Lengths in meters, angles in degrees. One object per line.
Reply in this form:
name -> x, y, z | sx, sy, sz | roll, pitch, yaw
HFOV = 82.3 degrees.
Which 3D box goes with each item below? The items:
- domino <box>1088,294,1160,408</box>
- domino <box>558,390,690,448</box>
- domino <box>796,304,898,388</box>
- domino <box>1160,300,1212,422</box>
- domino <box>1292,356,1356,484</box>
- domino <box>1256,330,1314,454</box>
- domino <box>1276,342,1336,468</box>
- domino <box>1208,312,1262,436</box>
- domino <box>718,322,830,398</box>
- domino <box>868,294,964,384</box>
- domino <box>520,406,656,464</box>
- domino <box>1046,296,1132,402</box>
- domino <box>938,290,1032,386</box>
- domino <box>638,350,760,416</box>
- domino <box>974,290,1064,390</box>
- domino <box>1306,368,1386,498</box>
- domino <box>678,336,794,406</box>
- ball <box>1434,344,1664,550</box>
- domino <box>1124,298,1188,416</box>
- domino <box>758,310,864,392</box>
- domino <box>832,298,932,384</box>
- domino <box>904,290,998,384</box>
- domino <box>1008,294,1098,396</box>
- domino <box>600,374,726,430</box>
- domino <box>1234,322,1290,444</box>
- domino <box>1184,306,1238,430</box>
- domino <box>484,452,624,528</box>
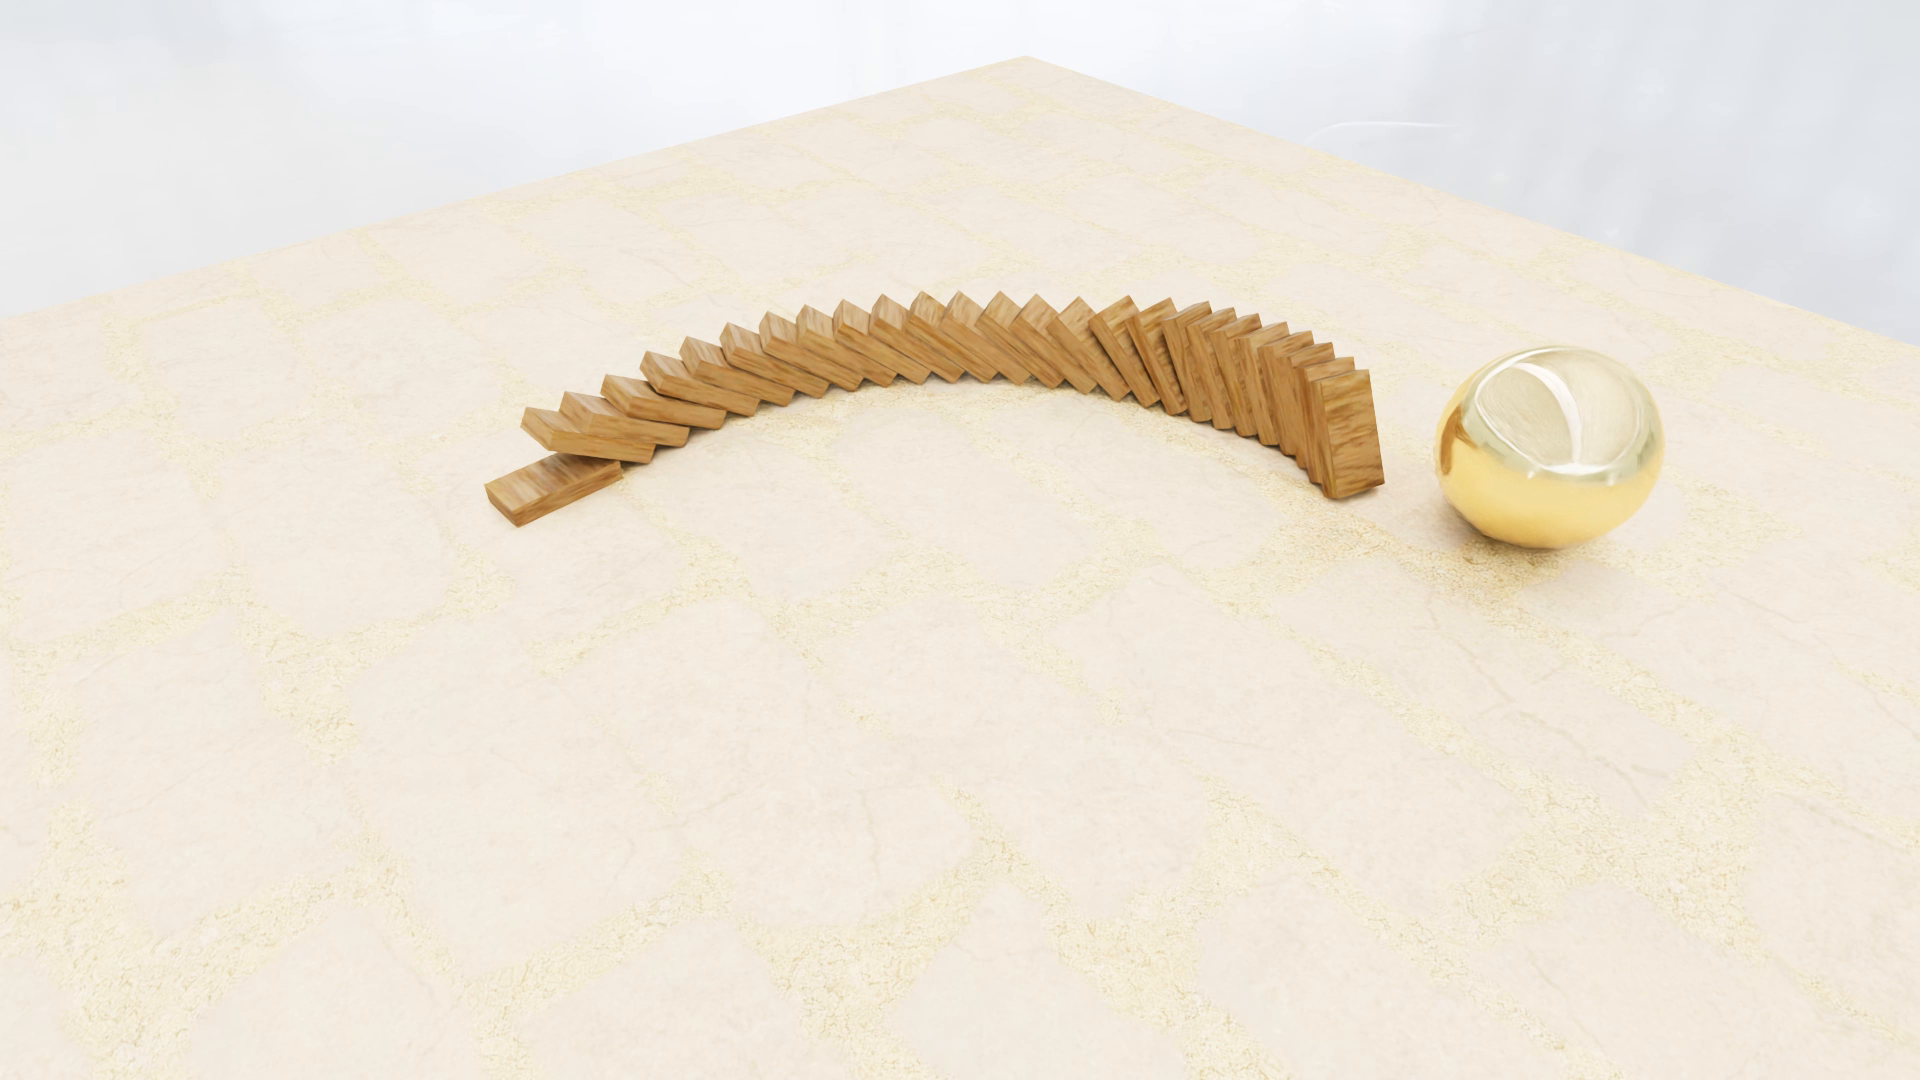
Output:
domino -> 0.085, -0.091, 0.530 | 0.025, 0.010, 0.050 | -36, 93, -36
domino -> -0.148, -0.053, 0.488 | 0.025, 0.010, 0.050 | 33, 17, 34
domino -> -0.056, -0.095, 0.538 | 0.050, 0.009, 0.025 | 24, 30, -28
domino -> 0.113, -0.084, 0.515 | 0.025, 0.050, 0.009 | -31, 18, -32
domino -> 0.161, -0.052, 0.477 | 0.025, 0.050, 0.010 | -16, 11, -19
domino -> 0.151, -0.066, 0.494 | 0.025, 0.050, 0.009 | -23, 14, -26
domino -> 0.157, -0.060, 0.486 | 0.025, 0.050, 0.010 | -21, 13, -24
domino -> 0.133, -0.076, 0.506 | 0.025, 0.050, 0.009 | -29, 17, -31
domino -> -0.089, -0.086, 0.528 | 0.050, 0.009, 0.025 | 18, 28, -34
domino -> -0.021, -0.099, 0.543 | 0.050, 0.010, 0.025 | 29, 34, -21
domino -> -0.161, -0.045, 0.478 | 0.025, 0.010, 0.050 | 33, 17, 34
domino -> 0.067, -0.093, 0.536 | 0.050, 0.010, 0.025 | 45, 48, -3
domino -> 0.014, -0.100, 0.544 | 0.050, 0.010, 0.025 | 34, 38, -15
domino -> -0.121, -0.073, 0.512 | 0.050, 0.009, 0.025 | 11, 25, -43
domino -> 0.033, -0.099, 0.543 | 0.050, 0.010, 0.025 | 38, 42, -10
domino -> 0.165, -0.045, 0.469 | 0.025, 0.050, 0.010 | -16, 11, -19
domino -> -0.105, -0.080, 0.521 | 0.050, 0.009, 0.025 | 14, 27, -38
ball -> 0.229, -0.036, 0.432 | 0.080, 0.080, 0.080 | 0, 39, 0
domino -> 0.100, -0.087, 0.522 | 0.025, 0.050, 0.010 | -32, 9, -33
domino -> -0.072, -0.091, 0.534 | 0.050, 0.010, 0.025 | 22, 29, -31
domino -> -0.038, -0.098, 0.541 | 0.050, 0.010, 0.025 | 26, 32, -25
domino -> -0.003, -0.101, 0.545 | 0.050, 0.009, 0.025 | 32, 36, -17
domino -> 0.049, -0.096, 0.539 | 0.050, 0.009, 0.025 | 40, 43, -8
domino -> -0.135, -0.063, 0.501 | 0.025, 0.009, 0.050 | 36, 20, 36
domino -> 0.143, -0.071, 0.500 | 0.025, 0.050, 0.010 | -26, 15, -28
domino -> 0.123, -0.080, 0.510 | 0.025, 0.050, 0.009 | -30, 17, -31
domino -> -0.175, -0.025, 0.474 | 0.050, 0.010, 0.025 | -32, 49, -33
